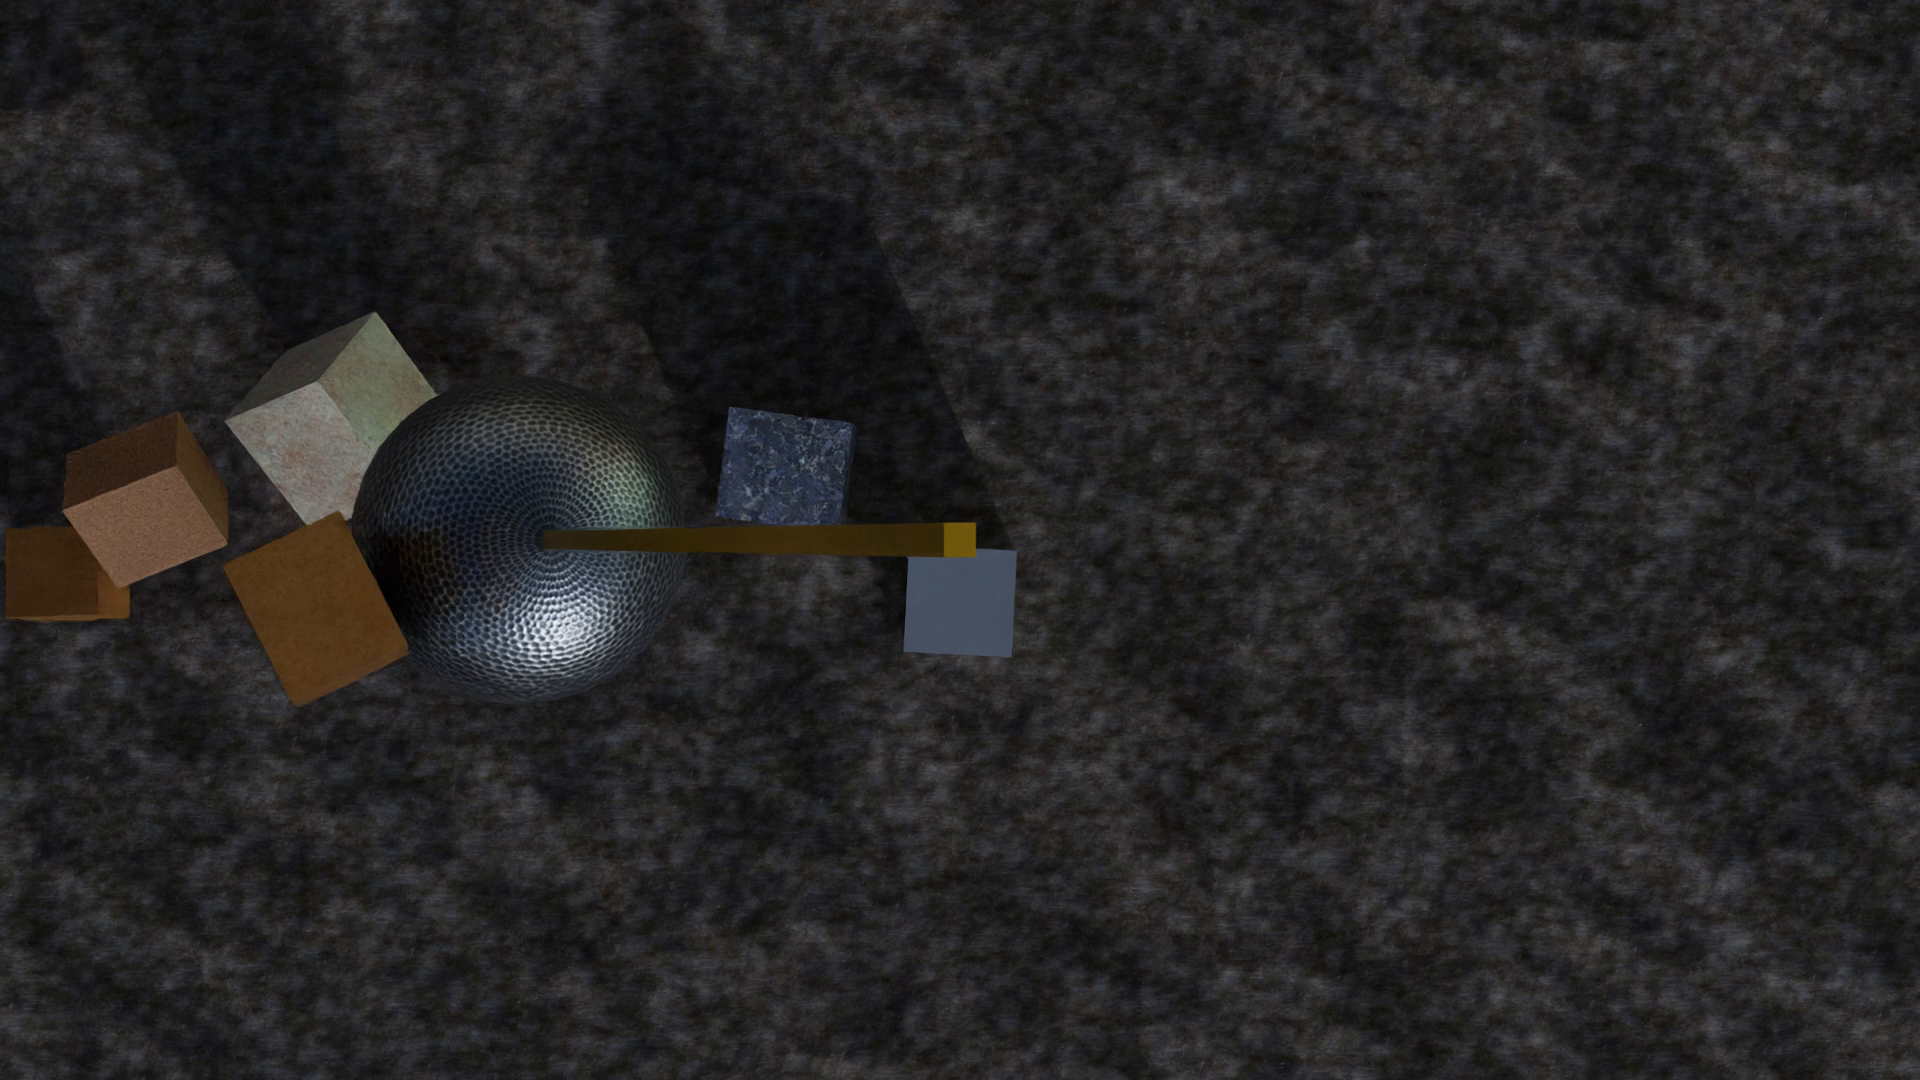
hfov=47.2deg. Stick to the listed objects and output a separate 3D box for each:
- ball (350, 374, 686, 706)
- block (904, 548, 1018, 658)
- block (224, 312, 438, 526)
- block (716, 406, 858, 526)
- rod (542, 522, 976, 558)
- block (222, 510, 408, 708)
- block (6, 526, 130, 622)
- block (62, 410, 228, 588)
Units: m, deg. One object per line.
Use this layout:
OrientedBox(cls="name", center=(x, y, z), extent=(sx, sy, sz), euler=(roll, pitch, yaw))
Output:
OrientedBox(cls="ball", center=(-2.135, 0.000, 10.680), extent=(1.600, 1.600, 1.600), euler=(0, 90, 0))
OrientedBox(cls="block", center=(0.001, 0.342, 12.654), extent=(0.606, 0.692, 0.598), euler=(3, 90, 0))
OrientedBox(cls="block", center=(-3.463, -0.661, 12.369), extent=(0.704, 0.743, 0.805), euler=(-18, 119, 26))
OrientedBox(cls="block", center=(-0.992, -0.395, 12.685), extent=(0.698, 0.631, 0.625), euler=(8, 90, 0))
OrientedBox(cls="rod", center=(-0.925, 0.000, 7.503), extent=(0.080, 5.200, 0.080), euler=(0, 90, -21))
OrientedBox(cls="block", center=(-2.847, 0.317, 9.765), extent=(0.539, 0.609, 0.652), euler=(-27, 90, -15))
OrientedBox(cls="block", center=(-5.110, 0.195, 12.613), extent=(0.532, 0.431, 0.505), euler=(-2, 85, 3))
OrientedBox(cls="block", center=(-4.362, -0.220, 11.807), extent=(0.629, 0.541, 0.568), euler=(-22, 129, -2))
